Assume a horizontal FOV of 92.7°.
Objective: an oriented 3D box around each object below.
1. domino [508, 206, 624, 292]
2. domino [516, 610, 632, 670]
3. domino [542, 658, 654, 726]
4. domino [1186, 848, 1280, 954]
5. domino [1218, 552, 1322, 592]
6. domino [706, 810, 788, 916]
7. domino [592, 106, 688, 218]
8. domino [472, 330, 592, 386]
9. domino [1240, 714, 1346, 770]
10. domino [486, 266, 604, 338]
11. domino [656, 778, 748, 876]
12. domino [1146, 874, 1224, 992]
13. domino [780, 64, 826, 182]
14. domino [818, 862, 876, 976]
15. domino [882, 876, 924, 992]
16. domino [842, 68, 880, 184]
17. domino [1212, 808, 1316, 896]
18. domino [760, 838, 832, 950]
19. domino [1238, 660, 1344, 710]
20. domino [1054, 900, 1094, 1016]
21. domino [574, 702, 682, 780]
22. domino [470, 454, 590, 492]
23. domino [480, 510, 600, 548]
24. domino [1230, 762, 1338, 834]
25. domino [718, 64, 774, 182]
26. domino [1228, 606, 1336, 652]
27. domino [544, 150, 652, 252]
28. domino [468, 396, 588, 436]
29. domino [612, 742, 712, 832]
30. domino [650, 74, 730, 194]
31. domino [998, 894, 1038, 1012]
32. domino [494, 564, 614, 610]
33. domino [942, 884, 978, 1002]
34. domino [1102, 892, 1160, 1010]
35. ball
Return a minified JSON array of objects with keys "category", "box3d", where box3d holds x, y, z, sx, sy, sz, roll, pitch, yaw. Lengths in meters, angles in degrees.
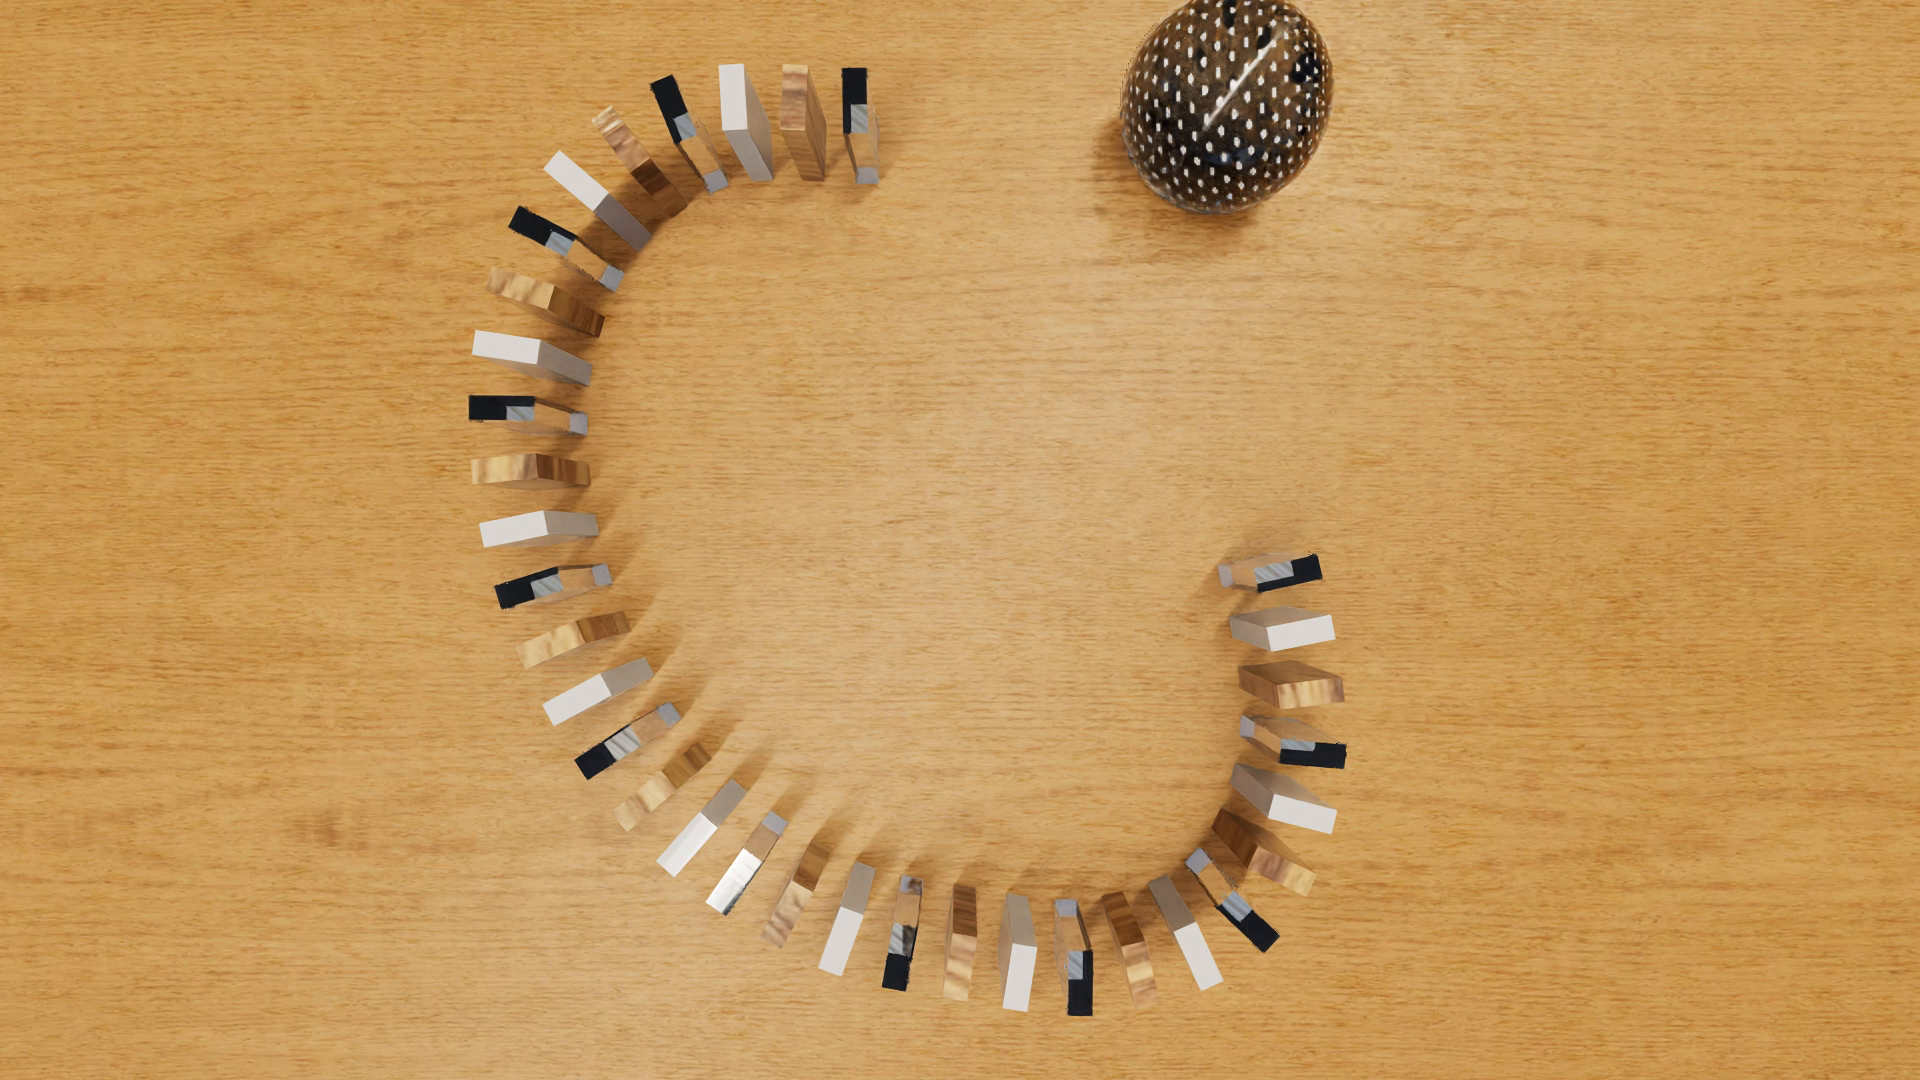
[{"category":"domino","box3d":[-0.160,-0.118,0.375,0.025,0.050,0.009,27,90,0]},{"category":"domino","box3d":[-0.157,0.040,0.375,0.025,0.050,0.009,-23,90,0]},{"category":"domino","box3d":[-0.146,0.061,0.375,0.025,0.050,0.009,-28,90,0]},{"category":"domino","box3d":[0.110,0.146,0.375,0.025,0.050,0.009,44,90,0]},{"category":"domino","box3d":[0.125,0.013,0.375,0.025,0.050,0.010,-13,90,0]},{"category":"domino","box3d":[-0.086,0.131,0.375,0.010,0.050,0.025,35,90,0]},{"category":"domino","box3d":[-0.130,-0.153,0.375,0.009,0.050,0.025,-36,90,0]},{"category":"domino","box3d":[-0.173,-0.074,0.375,0.025,0.050,0.010,9,90,0]},{"category":"domino","box3d":[0.135,0.082,0.375,0.025,0.050,0.009,5,90,0]},{"category":"domino","box3d":[-0.168,-0.096,0.375,0.025,0.050,0.010,17,90,0]},{"category":"domino","box3d":[-0.104,0.116,0.375,0.009,0.050,0.025,42,90,0]},{"category":"domino","box3d":[0.091,0.159,0.375,0.010,0.050,0.025,-25,90,0]},{"category":"domino","box3d":[-0.063,-0.169,0.375,0.009,0.050,0.025,3,90,0]},{"category":"domino","box3d":[-0.045,0.153,0.375,0.009,0.050,0.025,20,90,0]},{"category":"domino","box3d":[-0.023,0.159,0.375,0.009,0.050,0.025,11,90,0]},{"category":"domino","box3d":[-0.040,-0.168,0.375,0.009,0.050,0.025,-1,90,0]},{"category":"domino","box3d":[0.123,0.127,0.375,0.025,0.050,0.009,25,90,0]},{"category":"domino","box3d":[-0.066,0.143,0.375,0.010,0.050,0.025,30,90,0]},{"category":"domino","box3d":[0.134,0.059,0.375,0.025,0.050,0.009,-7,90,0]},{"category":"domino","box3d":[0.046,0.169,0.375,0.009,0.050,0.025,0,90,0]},{"category":"domino","box3d":[-0.135,0.081,0.375,0.025,0.050,0.010,-33,90,0]},{"category":"domino","box3d":[-0.174,-0.027,0.375,0.025,0.050,0.010,-6,90,0]},{"category":"domino","box3d":[-0.171,-0.004,0.375,0.025,0.050,0.009,-11,90,0]},{"category":"domino","box3d":[0.131,0.105,0.375,0.025,0.050,0.010,14,90,0]},{"category":"domino","box3d":[-0.087,-0.169,0.375,0.010,0.050,0.025,-3,90,0]},{"category":"domino","box3d":[0.130,0.036,0.375,0.025,0.050,0.010,-11,90,0]},{"category":"domino","box3d":[-0.147,-0.137,0.375,0.025,0.050,0.009,40,90,0]},{"category":"domino","box3d":[-0.175,-0.051,0.375,0.025,0.050,0.009,0,90,0]},{"category":"domino","box3d":[-0.121,0.100,0.375,0.025,0.050,0.009,-40,90,0]},{"category":"domino","box3d":[-0.109,-0.165,0.375,0.009,0.050,0.025,-22,90,0]},{"category":"domino","box3d":[0.023,0.167,0.375,0.009,0.050,0.025,9,90,0]},{"category":"domino","box3d":[-0.165,0.018,0.375,0.025,0.050,0.010,-18,90,0]},{"category":"domino","box3d":[0.000,0.163,0.375,0.009,0.050,0.025,9,90,0]},{"category":"domino","box3d":[0.069,0.166,0.375,0.009,0.050,0.025,-13,90,0]},{"category":"ball","box3d":[0.104,-0.170,0.360,0.080,0.080,0.080,0,90,0]}]
